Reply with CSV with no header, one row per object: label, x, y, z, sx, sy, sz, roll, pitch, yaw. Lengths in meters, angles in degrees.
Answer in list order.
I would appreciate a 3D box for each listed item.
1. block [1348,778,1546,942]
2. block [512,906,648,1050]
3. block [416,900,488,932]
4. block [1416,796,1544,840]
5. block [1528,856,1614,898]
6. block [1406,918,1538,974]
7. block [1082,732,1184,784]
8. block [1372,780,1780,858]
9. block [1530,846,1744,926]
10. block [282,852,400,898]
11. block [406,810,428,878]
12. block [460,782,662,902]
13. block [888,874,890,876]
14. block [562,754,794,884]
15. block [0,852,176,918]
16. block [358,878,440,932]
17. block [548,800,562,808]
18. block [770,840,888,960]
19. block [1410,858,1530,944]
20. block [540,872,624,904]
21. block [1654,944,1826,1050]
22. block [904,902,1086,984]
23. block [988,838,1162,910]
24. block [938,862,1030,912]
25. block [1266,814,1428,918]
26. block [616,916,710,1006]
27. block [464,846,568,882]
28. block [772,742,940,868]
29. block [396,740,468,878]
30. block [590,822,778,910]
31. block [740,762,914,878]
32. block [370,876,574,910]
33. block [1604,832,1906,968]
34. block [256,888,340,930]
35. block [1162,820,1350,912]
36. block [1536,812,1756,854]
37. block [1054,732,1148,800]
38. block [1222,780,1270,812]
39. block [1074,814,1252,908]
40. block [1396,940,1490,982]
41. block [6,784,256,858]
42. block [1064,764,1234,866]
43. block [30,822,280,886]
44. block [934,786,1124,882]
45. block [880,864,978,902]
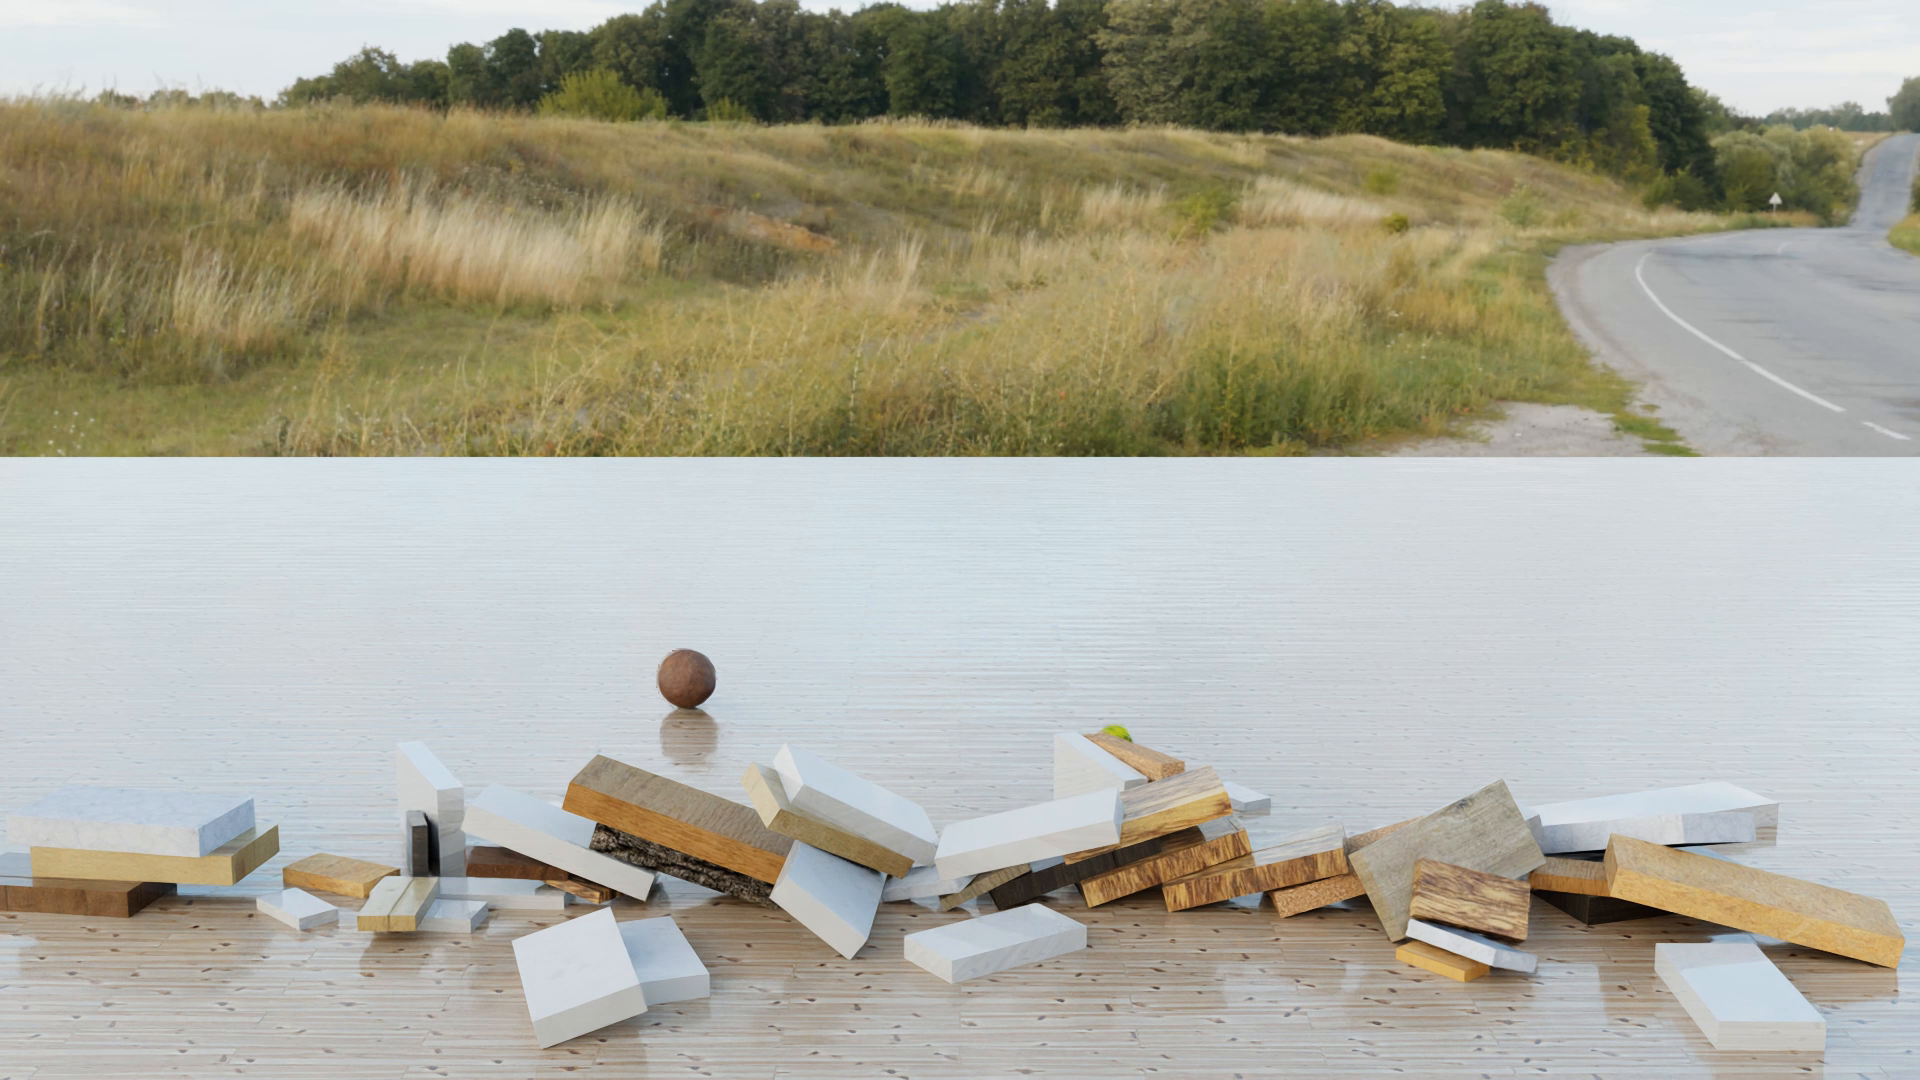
block,0.778,0.508,3.505,0.299,0.149,0.042,-21,-11,-25
block,-0.557,0.633,3.202,0.154,0.044,0.309,-18,16,-13
block,-0.851,0.603,3.537,0.163,0.023,0.081,1,11,7
block,0.816,0.510,3.716,0.297,0.042,0.148,-21,19,-11
block,1.020,0.548,3.566,0.183,0.026,0.091,4,11,19
block,0.778,0.617,3.347,0.091,0.026,0.183,15,-2,-32
block,0.309,0.448,3.927,0.045,0.158,0.315,-4,6,-22
block,1.114,0.515,3.959,0.771,0.042,0.148,-4,11,-21
block,1.137,0.570,3.647,0.336,0.048,0.168,-4,11,-18
block,-1.047,0.567,3.723,0.179,0.025,0.090,5,12,27
block,-0.924,0.517,3.741,0.025,0.090,0.179,-1,2,-17
block,-0.652,0.499,3.656,0.322,0.046,0.161,21,7,-1
block,-0.176,0.558,3.782,0.156,0.022,0.078,-1,11,-8
block,-0.449,0.465,3.656,0.391,0.049,0.175,19,11,2
block,-1.484,0.571,3.650,0.309,0.044,0.154,2,11,9
block,-0.896,0.582,3.518,0.090,0.025,0.179,0,11,-1
block,-0.689,0.523,3.932,0.256,0.036,0.128,8,13,38
block,-0.206,0.550,3.517,0.157,0.045,0.315,39,11,-4
block,0.799,0.564,3.440,0.183,0.091,0.026,14,-23,-7
block,-0.628,0.564,3.640,0.140,0.020,0.070,15,13,29
block,1.125,0.658,3.186,0.149,0.042,0.297,0,11,1
block,0.056,0.621,3.400,0.256,0.036,0.128,-7,13,-34
block,0.179,0.528,3.671,0.285,0.040,0.143,-18,13,-7
block,0.039,0.552,3.611,0.156,0.022,0.078,-26,14,3
block,0.653,0.535,3.621,0.299,0.042,0.149,-17,11,1
block,-0.471,0.636,3.324,0.128,0.036,0.256,-4,11,-20
block,-0.730,0.531,3.614,0.163,0.023,0.081,5,11,-17
block,-0.168,0.438,3.632,0.283,0.040,0.141,29,12,-26
block,-0.931,0.472,3.865,0.046,0.161,0.322,-5,12,-26
block,-0.442,0.518,3.661,0.322,0.046,0.161,18,11,-1
block,-0.216,0.460,3.608,0.283,0.040,0.141,26,13,-34
block,-0.805,0.584,3.639,0.322,0.023,0.081,1,11,3
block,1.238,0.562,3.450,0.431,0.048,0.168,13,14,10
block,-1.076,0.598,3.570,0.070,0.020,0.140,-10,15,-44
block,0.488,0.536,3.621,0.299,0.042,0.149,-15,8,12
block,1.143,0.494,3.695,0.168,0.048,0.336,4,-12,-30
block,0.249,0.461,3.933,0.045,0.158,0.315,-4,11,-20
block,0.525,0.487,4.176,0.063,0.018,0.127,-6,12,-31
block,0.330,0.526,3.670,0.285,0.040,0.143,-18,11,-5
block,0.736,0.640,3.352,0.063,0.018,0.127,-9,14,-40
block,-1.384,0.469,3.677,0.349,0.049,0.175,2,11,12
block,0.298,0.454,3.646,0.285,0.040,0.143,-17,13,-1
block,-1.344,0.518,3.681,0.349,0.049,0.175,1,11,8
block,0.115,0.479,3.587,0.298,0.040,0.141,-14,13,11
block,-0.050,0.560,3.615,0.156,0.022,0.078,-13,13,33
